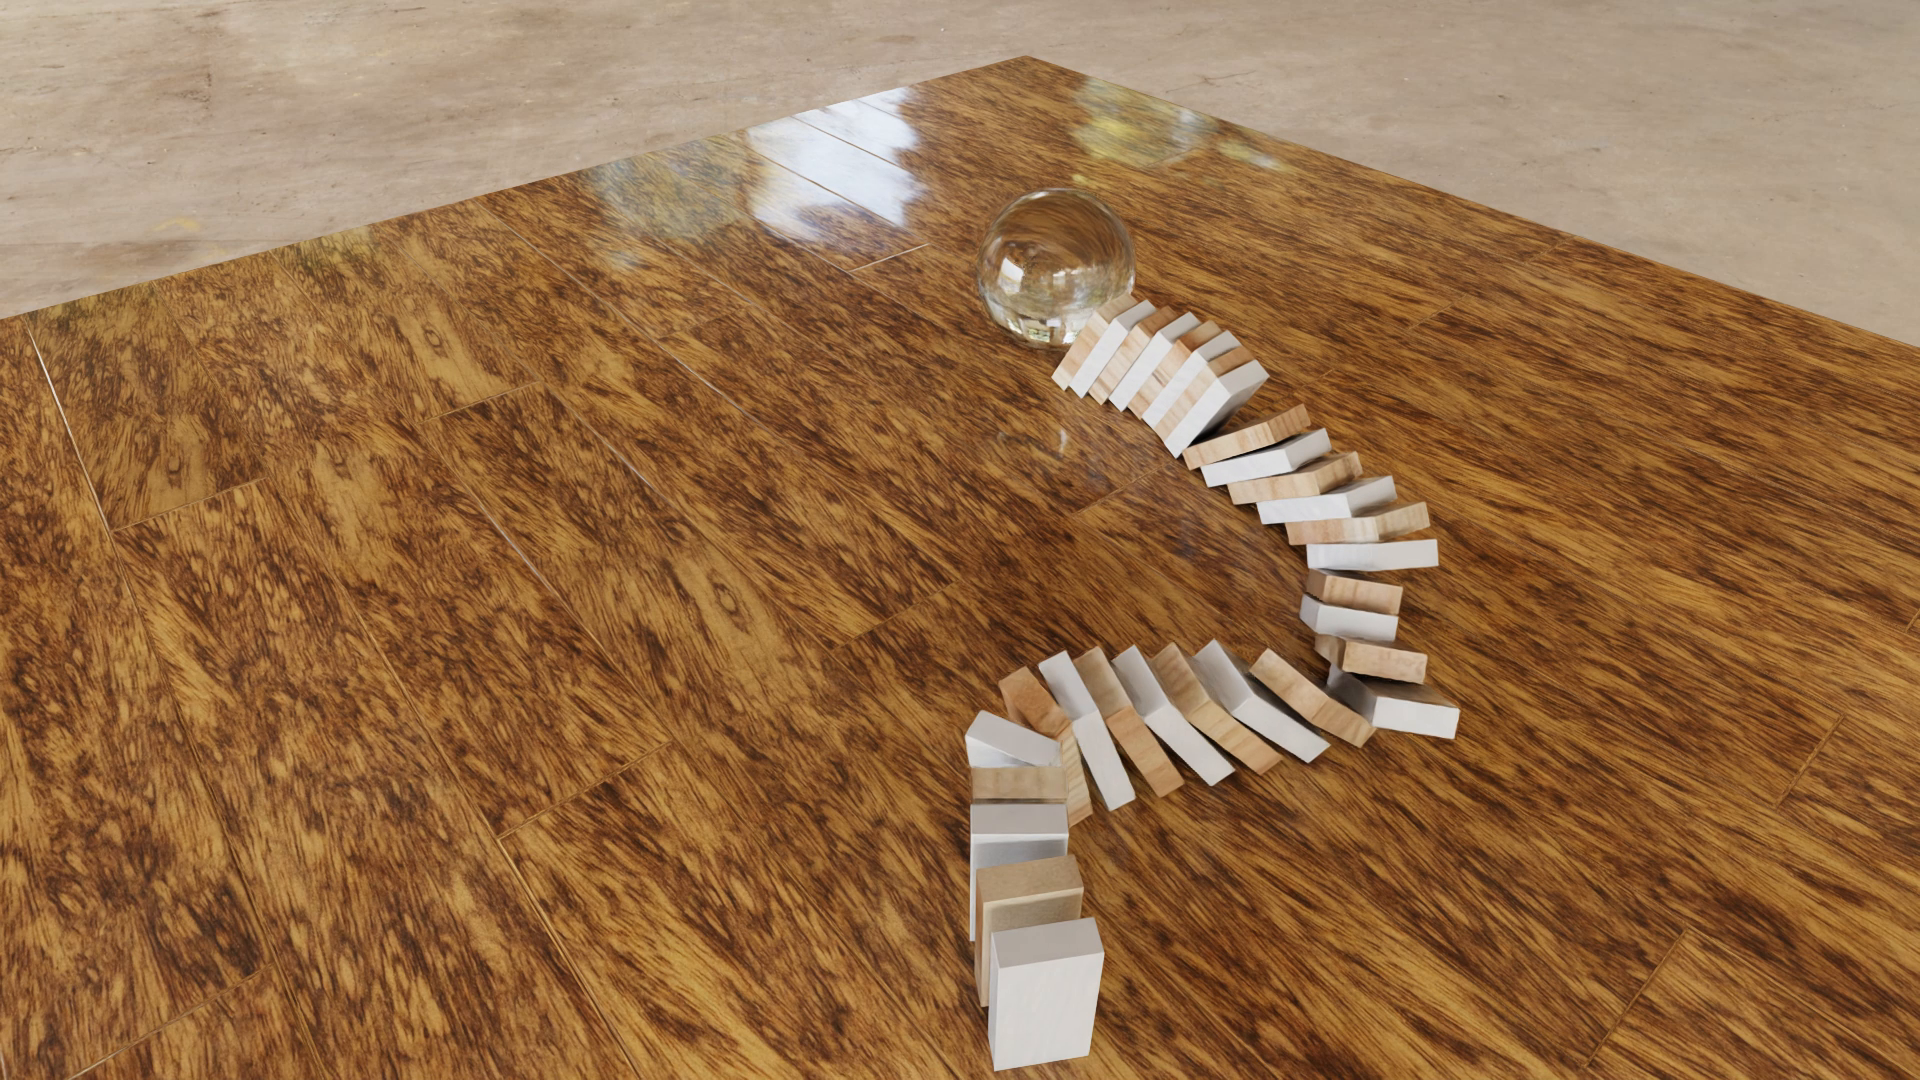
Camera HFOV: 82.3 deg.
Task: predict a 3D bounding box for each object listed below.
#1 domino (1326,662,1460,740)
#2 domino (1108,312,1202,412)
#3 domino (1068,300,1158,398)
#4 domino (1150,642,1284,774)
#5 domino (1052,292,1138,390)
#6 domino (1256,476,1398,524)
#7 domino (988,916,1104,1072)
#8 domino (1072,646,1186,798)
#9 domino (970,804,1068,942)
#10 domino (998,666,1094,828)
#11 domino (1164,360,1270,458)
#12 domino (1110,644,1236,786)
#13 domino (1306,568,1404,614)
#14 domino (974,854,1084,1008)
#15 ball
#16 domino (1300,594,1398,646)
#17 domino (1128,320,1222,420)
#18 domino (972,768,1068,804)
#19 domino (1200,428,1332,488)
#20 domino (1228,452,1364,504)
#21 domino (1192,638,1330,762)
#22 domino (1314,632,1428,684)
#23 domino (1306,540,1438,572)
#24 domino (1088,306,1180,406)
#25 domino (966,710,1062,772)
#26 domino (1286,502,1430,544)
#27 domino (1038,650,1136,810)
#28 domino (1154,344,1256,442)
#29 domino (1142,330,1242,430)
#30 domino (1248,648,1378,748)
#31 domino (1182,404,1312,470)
[{"bbox_3d":[0.140,0.051,0.360,0.025,0.010,0.050,9,8,2],"label":"domino"},{"bbox_3d":[0.091,-0.083,0.513,0.025,0.050,0.010,-34,78,-35],"label":"domino"},{"bbox_3d":[0.073,-0.090,0.523,0.025,0.050,0.009,-34,78,-34],"label":"domino"},{"bbox_3d":[0.082,0.054,0.350,0.010,0.050,0.025,-41,40,14],"label":"domino"},{"bbox_3d":[0.065,-0.095,0.528,0.025,0.050,0.009,-34,78,-34],"label":"domino"},{"bbox_3d":[0.146,-0.016,0.440,0.025,0.010,0.050,-19,6,-24],"label":"domino"},{"bbox_3d":[0.020,0.113,0.273,0.025,0.050,0.009,-6,40,-7],"label":"domino"},{"bbox_3d":[0.053,0.057,0.343,0.010,0.050,0.025,-32,42,6],"label":"domino"},{"bbox_3d":[0.015,0.091,0.300,0.025,0.050,0.009,0,39,0],"label":"domino"},{"bbox_3d":[0.026,0.063,0.333,0.010,0.050,0.025,-29,46,-12],"label":"domino"},{"bbox_3d":[0.112,-0.057,0.482,0.025,0.050,0.009,-27,74,-29],"label":"domino"},{"bbox_3d":[0.067,0.056,0.346,0.010,0.050,0.025,-37,41,10],"label":"domino"},{"bbox_3d":[0.142,0.018,0.399,0.025,0.009,0.050,9,3,11],"label":"domino"},{"bbox_3d":[0.017,0.102,0.286,0.025,0.050,0.010,-6,40,-8],"label":"domino"},{"bbox_3d":[0.048,-0.135,0.553,0.080,0.080,0.080,0,39,0],"label":"ball"},{"bbox_3d":[0.136,0.027,0.387,0.025,0.009,0.050,9,3,11],"label":"domino"},{"bbox_3d":[0.099,-0.078,0.508,0.025,0.050,0.009,-33,77,-34],"label":"domino"},{"bbox_3d":[0.016,0.082,0.311,0.025,0.050,0.009,0,46,0],"label":"domino"},{"bbox_3d":[0.128,-0.034,0.462,0.025,0.010,0.050,-25,7,-28],"label":"domino"},{"bbox_3d":[0.137,-0.025,0.452,0.025,0.010,0.050,-23,8,-26],"label":"domino"},{"bbox_3d":[0.097,0.052,0.354,0.010,0.050,0.025,-45,40,16],"label":"domino"},{"bbox_3d":[0.138,0.038,0.374,0.025,0.010,0.050,9,3,8],"label":"domino"},{"bbox_3d":[0.154,0.005,0.413,0.025,0.010,0.050,-4,0,-8],"label":"domino"},{"bbox_3d":[0.082,-0.086,0.518,0.025,0.050,0.010,-34,78,-35],"label":"domino"},{"bbox_3d":[0.017,0.072,0.323,0.025,0.050,0.009,20,54,22],"label":"domino"},{"bbox_3d":[0.153,-0.006,0.428,0.025,0.010,0.050,-15,4,-22],"label":"domino"},{"bbox_3d":[0.040,0.059,0.339,0.009,0.050,0.025,-27,43,0],"label":"domino"},{"bbox_3d":[0.109,-0.064,0.491,0.025,0.050,0.010,-29,75,-30],"label":"domino"},{"bbox_3d":[0.105,-0.072,0.500,0.025,0.050,0.009,-33,77,-34],"label":"domino"},{"bbox_3d":[0.115,0.051,0.355,0.009,0.050,0.025,-53,50,8],"label":"domino"},{"bbox_3d":[0.122,-0.044,0.472,0.025,0.009,0.050,-26,5,-33],"label":"domino"}]
